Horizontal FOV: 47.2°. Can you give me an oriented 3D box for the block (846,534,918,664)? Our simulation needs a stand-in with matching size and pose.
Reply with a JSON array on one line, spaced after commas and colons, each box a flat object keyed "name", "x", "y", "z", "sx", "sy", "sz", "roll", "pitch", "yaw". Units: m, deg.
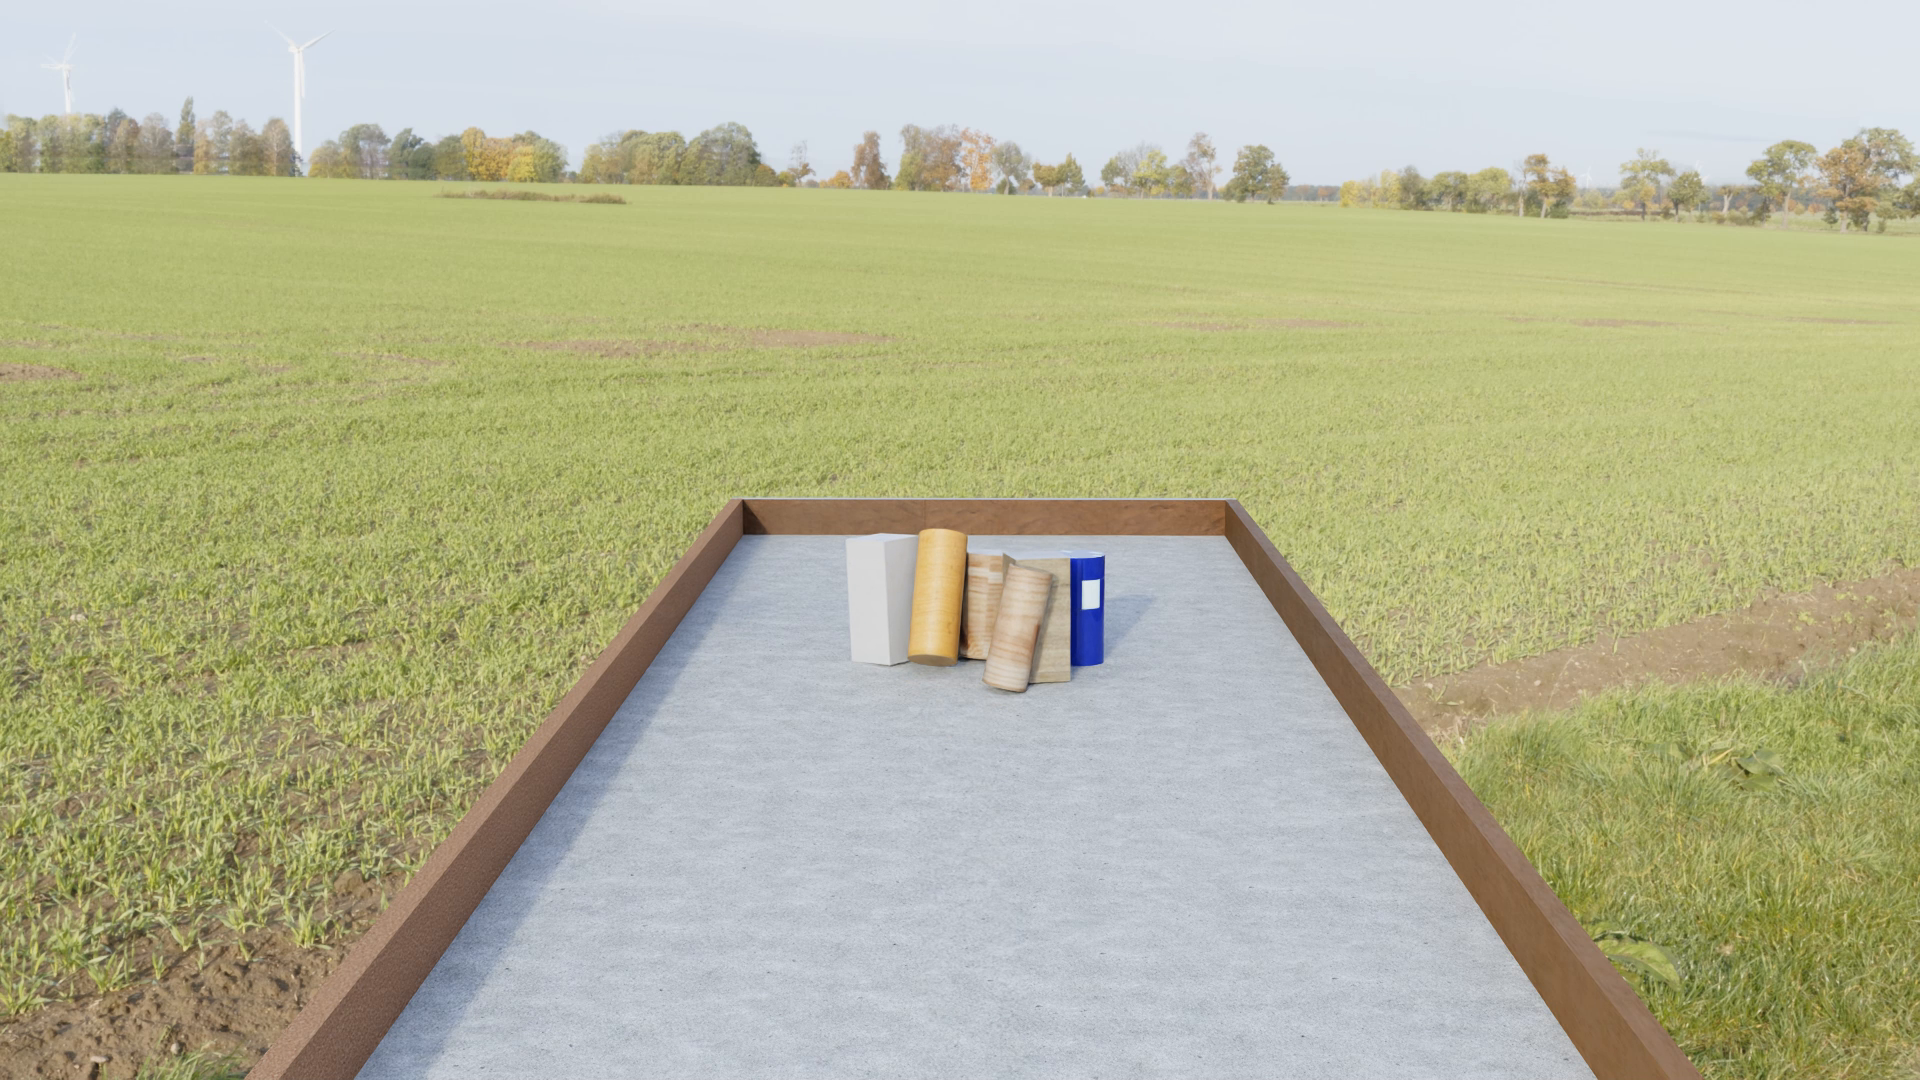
[{"name": "block", "x": -0.227, "y": 0.177, "z": 6.673, "sx": 0.157, "sy": 0.373, "sz": 0.157, "roll": 3, "pitch": 9, "yaw": 40}]

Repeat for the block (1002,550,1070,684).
[{"name": "block", "x": 0.223, "y": 0.223, "z": 6.430, "sx": 0.162, "sy": 0.362, "sz": 0.162, "roll": -2, "pitch": 8, "yaw": -12}]

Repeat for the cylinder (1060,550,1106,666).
[{"name": "cylinder", "x": 0.359, "y": 0.205, "z": 6.665, "sx": 0.158, "sy": 0.329, "sz": 0.158, "roll": 0, "pitch": 9, "yaw": 0}]

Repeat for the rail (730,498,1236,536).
[{"name": "rail", "x": 0.099, "y": -0.098, "z": 9.147, "sx": 2.100, "sy": 0.150, "sz": 0.050, "roll": 0, "pitch": 9, "yaw": 1}]

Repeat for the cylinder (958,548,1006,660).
[{"name": "cylinder", "x": 0.081, "y": 0.195, "z": 6.718, "sx": 0.171, "sy": 0.318, "sz": 0.171, "roll": 4, "pitch": 6, "yaw": 0}]

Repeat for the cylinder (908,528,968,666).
[{"name": "cylinder", "x": -0.066, "y": 0.173, "z": 6.597, "sx": 0.149, "sy": 0.387, "sz": 0.149, "roll": 5, "pitch": -16, "yaw": 1}]

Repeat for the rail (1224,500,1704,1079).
[{"name": "rail", "x": 1.046, "y": 0.843, "z": 3.208, "sx": 0.050, "sy": 0.150, "sz": 12.000, "roll": 0, "pitch": 9, "yaw": 1}]

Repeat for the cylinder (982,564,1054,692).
[{"name": "cylinder", "x": 0.164, "y": 0.249, "z": 6.271, "sx": 0.129, "sy": 0.345, "sz": 0.129, "roll": 13, "pitch": 5, "yaw": -1}]

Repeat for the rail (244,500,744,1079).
[{"name": "rail", "x": -1.004, "y": 0.839, "z": 3.234, "sx": 0.050, "sy": 0.150, "sz": 12.000, "roll": 0, "pitch": 9, "yaw": 1}]
